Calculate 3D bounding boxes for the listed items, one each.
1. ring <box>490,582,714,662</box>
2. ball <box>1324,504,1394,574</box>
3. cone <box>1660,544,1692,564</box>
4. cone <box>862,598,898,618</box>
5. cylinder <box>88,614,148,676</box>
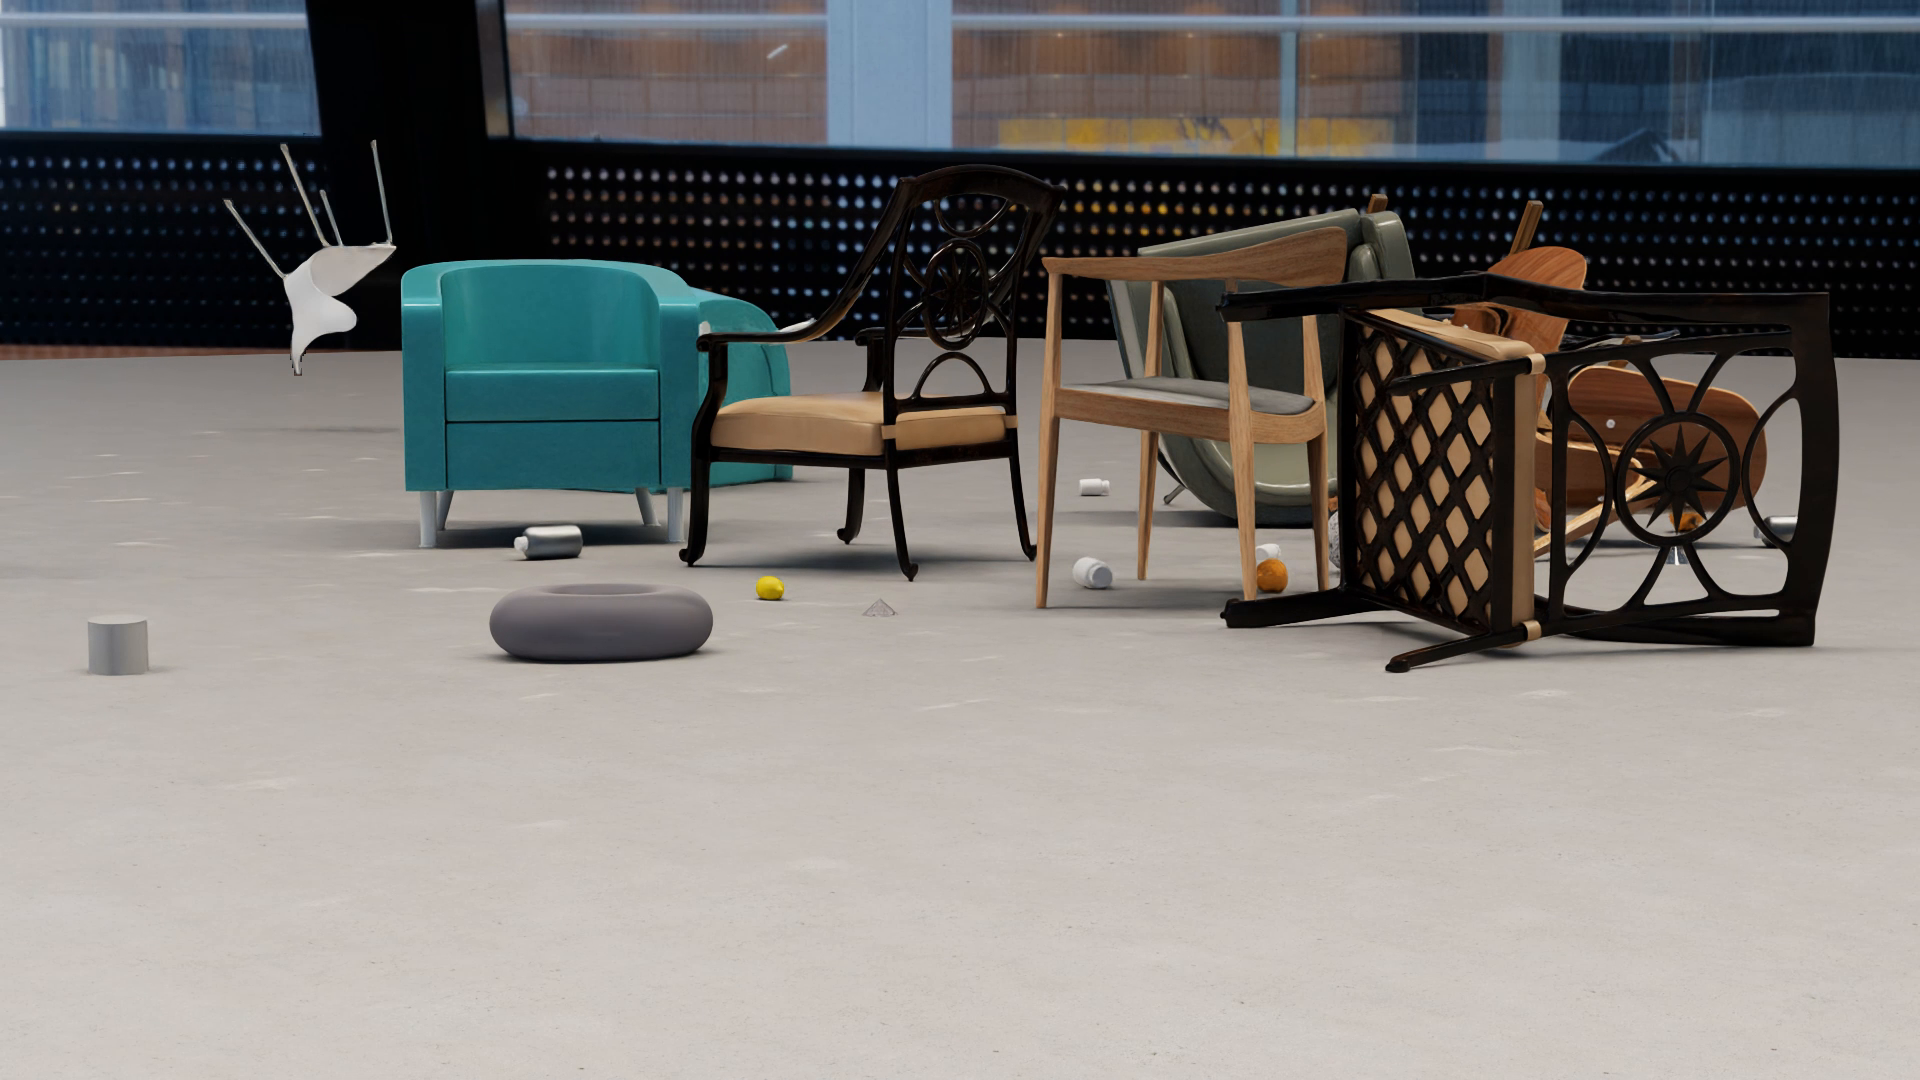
[{"bbox_3d":[-0.623,0.143,4.468,0.388,0.117,0.226,0,7,-13],"label":"ring"},{"bbox_3d":[0.880,-0.001,5.670,0.155,0.155,0.155,0,6,0],"label":"ball"},{"bbox_3d":[1.647,0.031,5.909,0.072,0.041,0.098,2,6,20],"label":"cone"},{"bbox_3d":[-0.156,0.129,4.999,0.070,0.033,0.076,2,6,18],"label":"cone"},{"bbox_3d":[-1.408,0.175,4.291,0.094,0.086,0.124,-3,6,-25],"label":"cylinder"}]
